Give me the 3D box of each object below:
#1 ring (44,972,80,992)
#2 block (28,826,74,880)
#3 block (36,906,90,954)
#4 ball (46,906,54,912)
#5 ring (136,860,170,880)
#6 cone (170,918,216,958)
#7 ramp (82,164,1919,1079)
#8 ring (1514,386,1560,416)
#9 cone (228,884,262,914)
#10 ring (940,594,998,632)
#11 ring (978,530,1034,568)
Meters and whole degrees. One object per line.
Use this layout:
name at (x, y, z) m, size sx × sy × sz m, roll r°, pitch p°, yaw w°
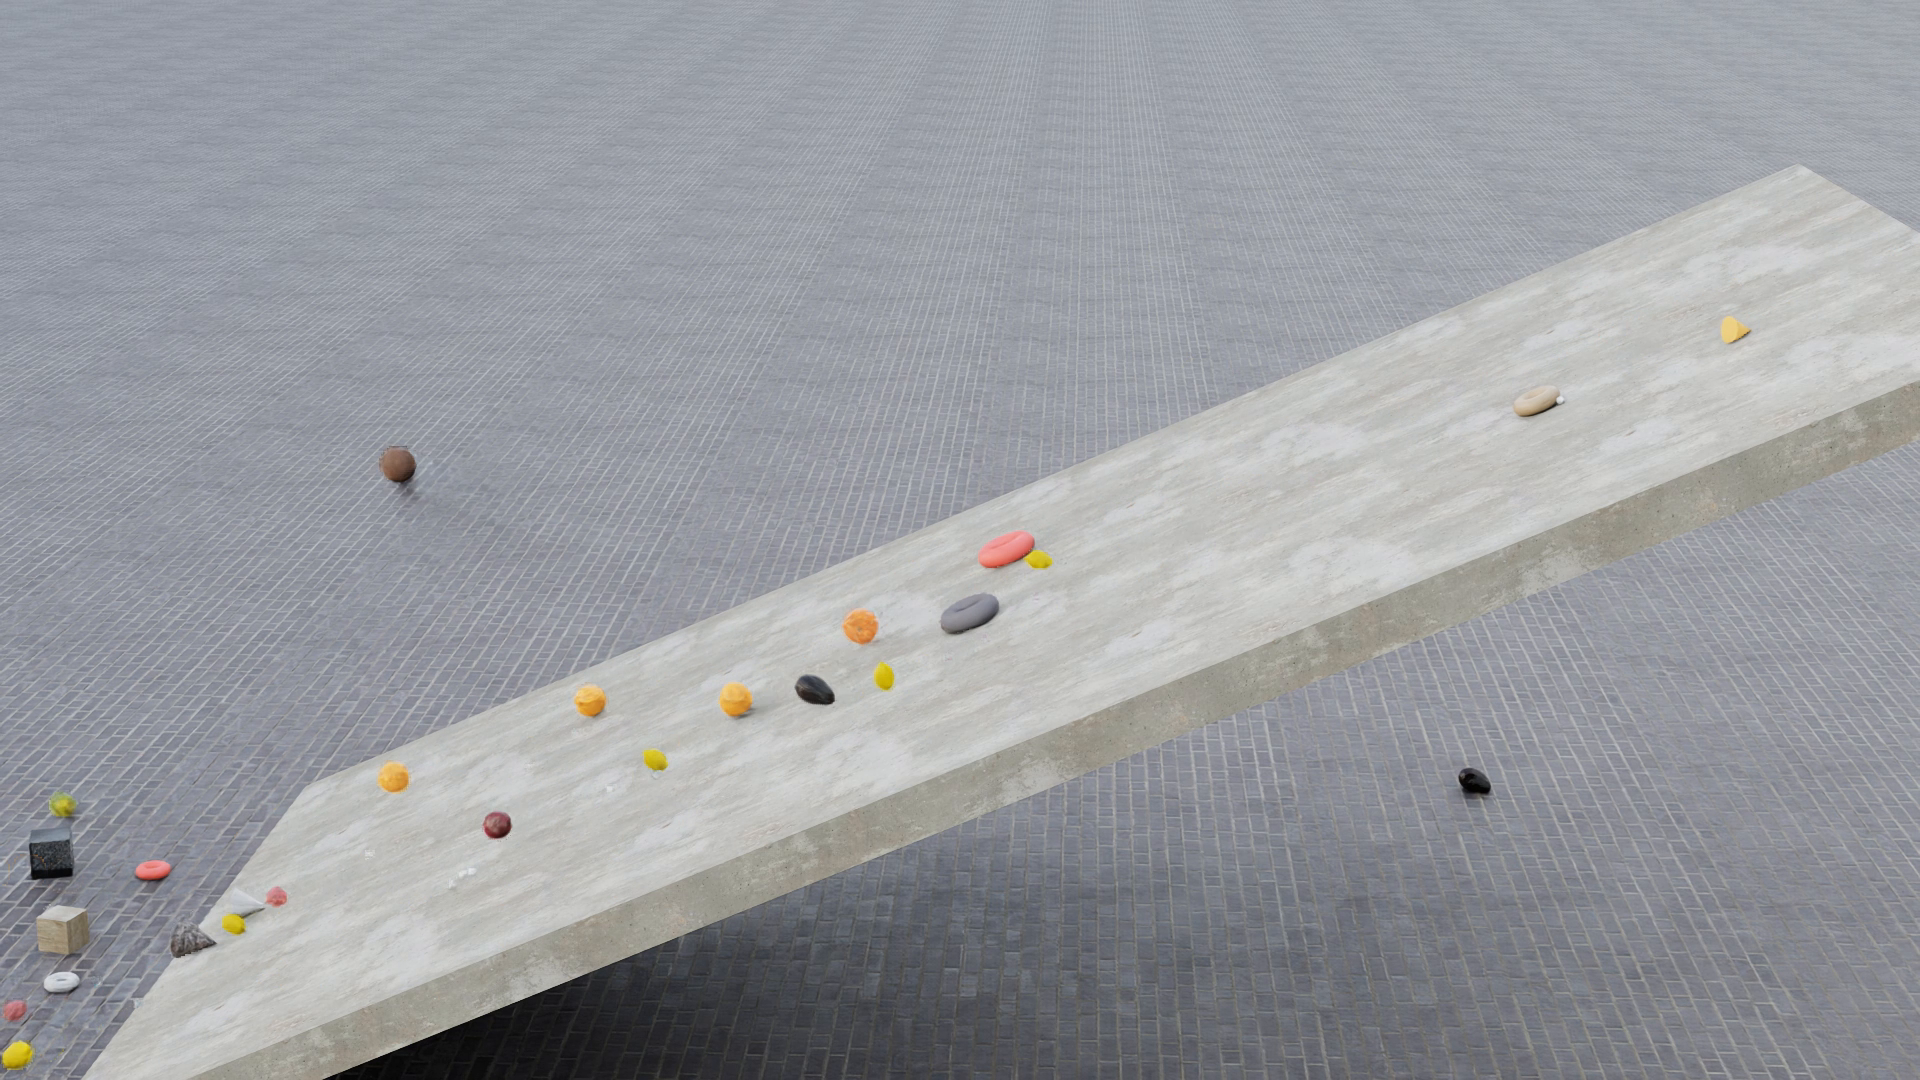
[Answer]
ring at (-1.990, 0.980, 6.514) m, size 0.077 × 0.026 × 0.077 m, roll 0°, pitch 16°, yaw 0°
block at (-2.219, 0.765, 7.186) m, size 0.094 × 0.094 × 0.094 m, roll -4°, pitch 15°, yaw -13°
block at (-2.054, 0.893, 6.734) m, size 0.081 × 0.081 × 0.081 m, roll 5°, pitch 16°, yaw 18°
ball at (-2.105, 0.880, 6.834) m, size 0.054 × 0.054 × 0.054 m, roll 0°, pitch 15°, yaw 0°
ring at (-1.966, 0.805, 7.168) m, size 0.083 × 0.028 × 0.083 m, roll -1°, pitch 14°, yaw 0°
cone at (-1.658, 0.873, 6.411) m, size 0.089 × 0.089 × 0.089 m, roll 7°, pitch 16°, yaw 14°
ramp at (0.131, 0.170, 6.285) m, size 4.000 × 0.100 × 2.000 m, roll -23°, pitch 13°, yaw 8°
ring at (1.160, -0.280, 5.914) m, size 0.098 × 0.033 × 0.098 m, roll -24°, pitch 12°, yaw 5°
cone at (-1.570, 0.811, 6.516) m, size 0.075 × 0.075 × 0.075 m, roll 28°, pitch 21°, yaw 9°
ring at (0.019, 0.155, 6.227) m, size 0.133 × 0.044 × 0.133 m, roll -22°, pitch 14°, yaw 6°
ring at (0.105, 0.021, 6.614) m, size 0.135 × 0.045 × 0.135 m, roll -22°, pitch 13°, yaw 5°
